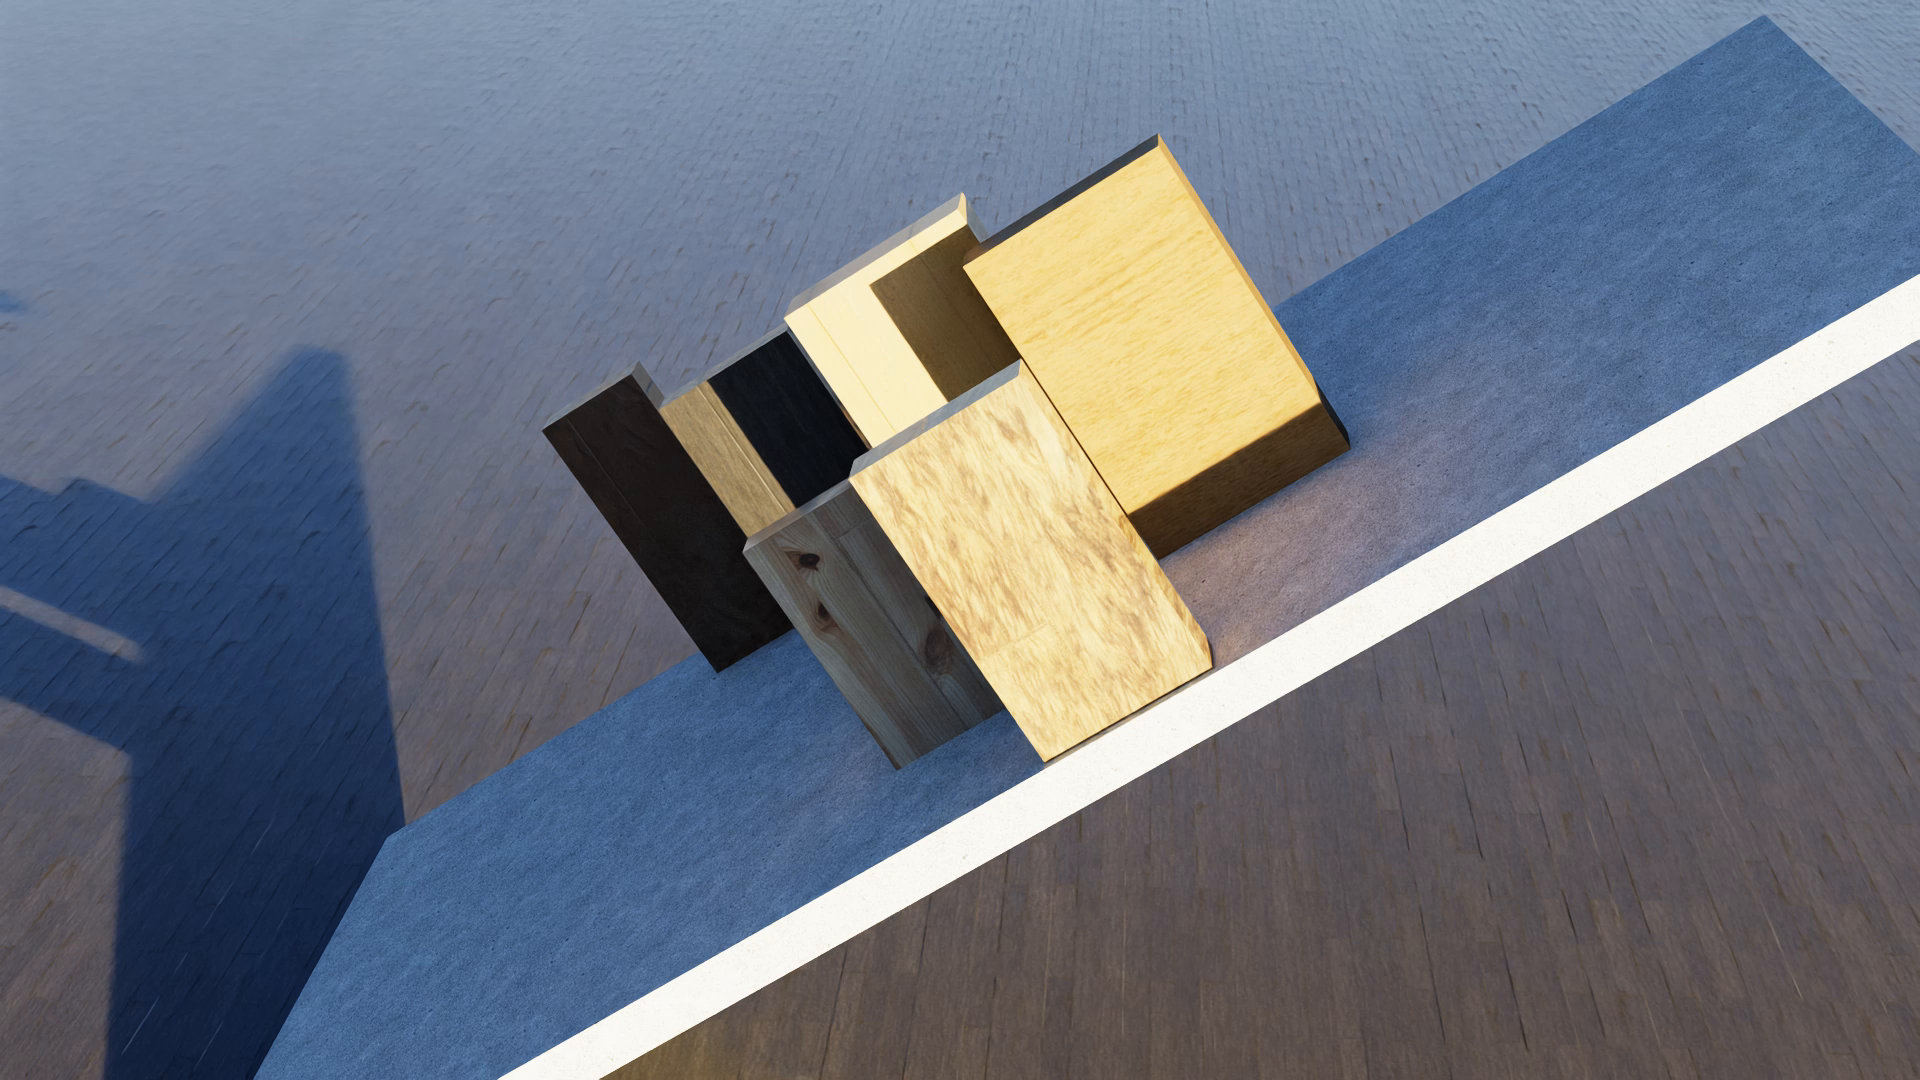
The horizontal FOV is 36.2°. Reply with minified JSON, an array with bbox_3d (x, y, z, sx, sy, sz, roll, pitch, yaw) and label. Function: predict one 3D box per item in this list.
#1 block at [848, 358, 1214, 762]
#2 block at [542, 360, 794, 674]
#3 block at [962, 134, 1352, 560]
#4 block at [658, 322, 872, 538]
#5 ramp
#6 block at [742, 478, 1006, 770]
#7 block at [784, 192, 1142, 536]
[{"bbox_3d":[0.132,0.043,5.264,0.356,0.644,0.106,-31,15,14],"label":"block"},{"bbox_3d":[-0.679,-0.051,7.095,0.263,0.735,0.109,-31,15,14],"label":"block"},{"bbox_3d":[0.394,-0.377,5.852,0.449,0.724,0.116,-31,15,14],"label":"block"},{"bbox_3d":[-0.314,-0.095,6.486,0.339,0.720,0.096,-31,15,14],"label":"block"},{"bbox_3d":[0.140,0.170,6.295,4.000,0.100,2.000,-31,15,14],"label":"ramp"},{"bbox_3d":[-0.091,0.120,5.702,0.424,0.538,0.082,-31,15,14],"label":"block"},{"bbox_3d":[0.038,-0.271,6.147,0.426,0.791,0.147,-31,15,14],"label":"block"}]
